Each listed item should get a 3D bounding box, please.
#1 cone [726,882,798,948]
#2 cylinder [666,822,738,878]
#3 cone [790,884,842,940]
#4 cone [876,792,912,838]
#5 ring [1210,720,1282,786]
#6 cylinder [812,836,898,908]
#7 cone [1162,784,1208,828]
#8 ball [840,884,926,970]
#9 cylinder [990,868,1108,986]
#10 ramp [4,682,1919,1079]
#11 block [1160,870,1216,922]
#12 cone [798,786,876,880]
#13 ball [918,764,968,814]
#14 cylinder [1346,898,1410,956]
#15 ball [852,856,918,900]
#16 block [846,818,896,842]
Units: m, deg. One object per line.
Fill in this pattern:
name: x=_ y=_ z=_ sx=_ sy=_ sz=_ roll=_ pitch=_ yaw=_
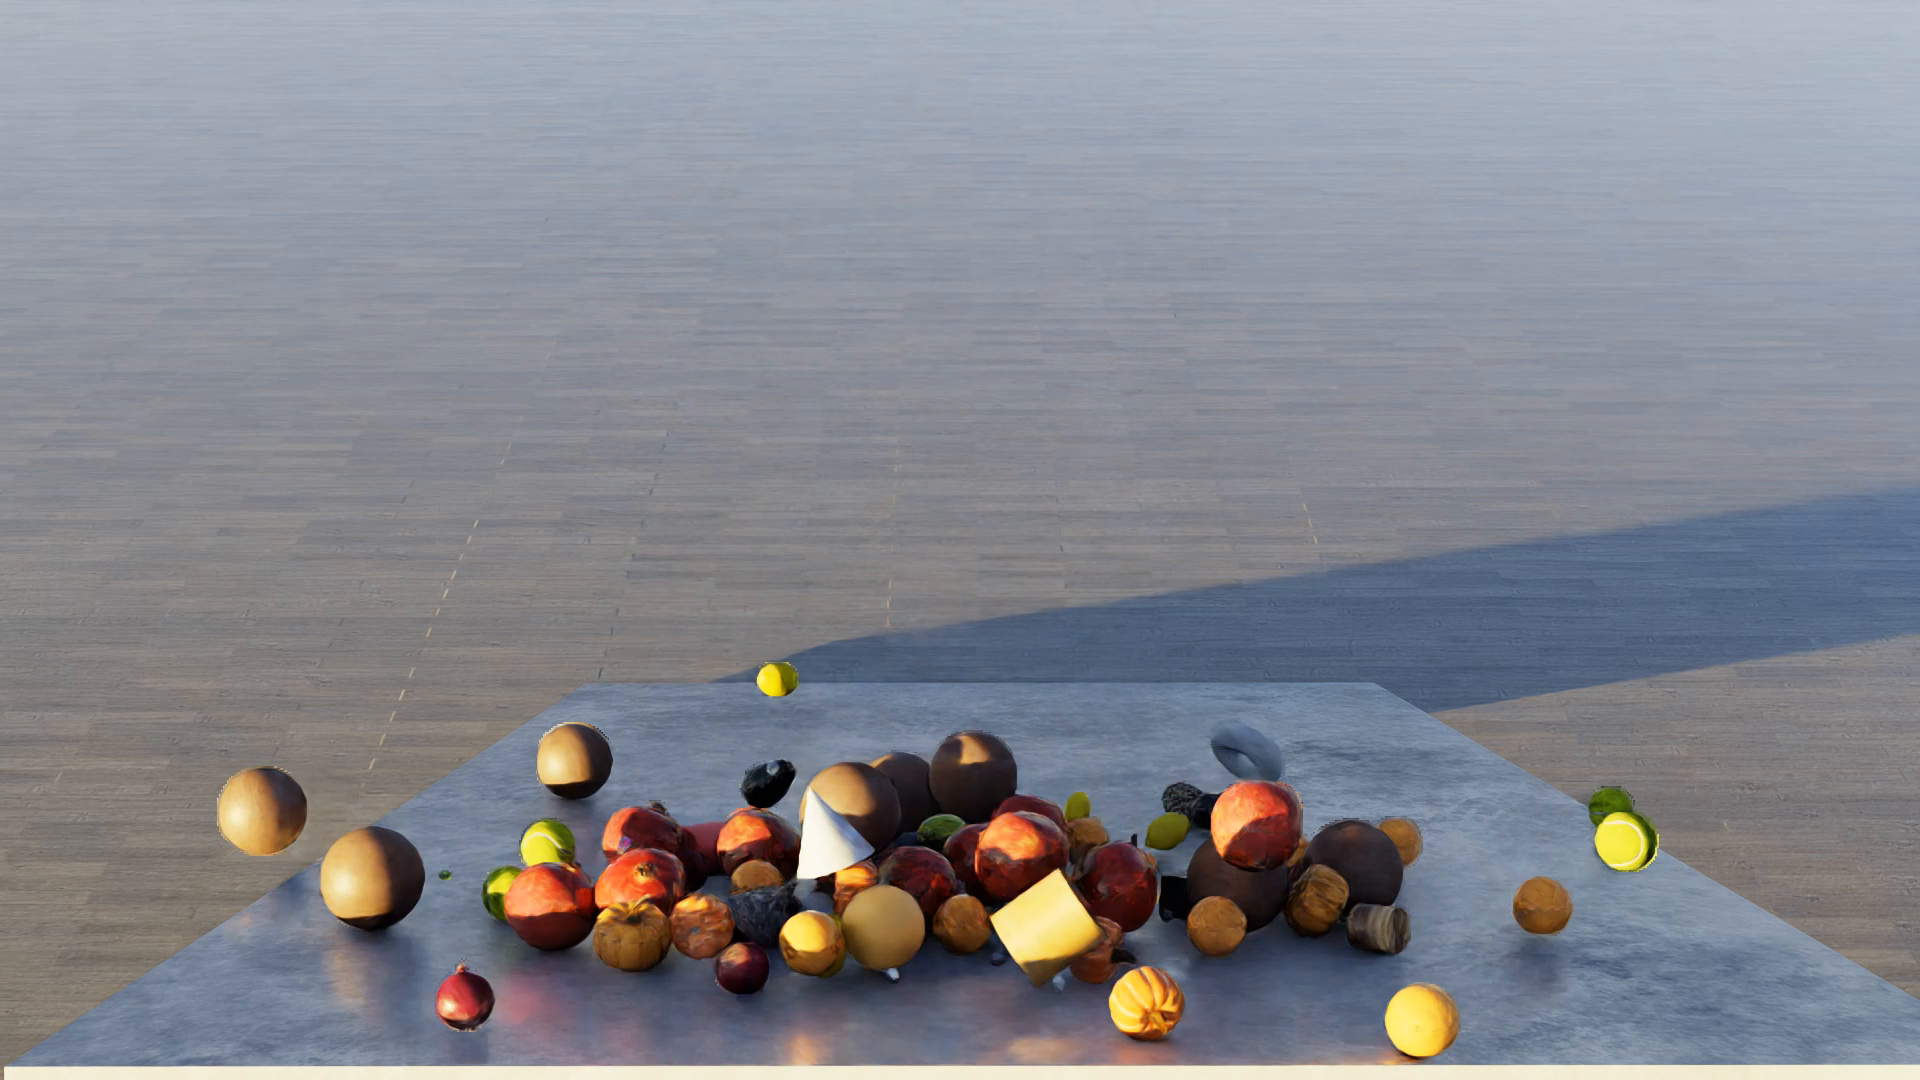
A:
cone: x=-0.223 y=0.432 z=3.075 sx=0.079 sy=0.079 sz=0.079 roll=-40 pitch=20 yaw=13
cylinder: x=-0.367 y=0.440 z=3.656 sx=0.072 sy=0.072 sz=0.072 roll=22 pitch=16 yaw=40
cone: x=-0.157 y=0.477 z=3.178 sx=0.078 sy=0.078 sz=0.078 roll=28 pitch=31 yaw=12
cone: x=-0.109 y=0.425 z=4.021 sx=0.072 sy=0.072 sz=0.072 roll=0 pitch=2 yaw=0
ring: x=0.499 y=0.372 z=4.487 sx=0.144 sy=0.144 sz=0.048 roll=21 pitch=59 yaw=39
cylinder: x=-0.136 y=0.442 z=3.403 sx=0.087 sy=0.087 sz=0.087 roll=-16 pitch=16 yaw=25
cone: x=0.350 y=0.439 z=4.110 sx=0.074 sy=0.074 sz=0.074 roll=7 pitch=30 yaw=16
ball: x=-0.089 y=0.449 z=2.985 sx=0.098 sy=0.098 sz=0.098 roll=0 pitch=24 yaw=0
cylinder: x=0.100 y=0.431 z=2.870 sx=0.095 sy=0.095 sz=0.095 roll=-36 pitch=27 yaw=2
ramp: x=0.054 y=0.491 z=4.542 sx=2.000 sy=0.100 sz=4.000 roll=0 pitch=2 yaw=0
block: x=0.296 y=0.461 z=3.341 sx=0.054 sy=0.054 sz=0.054 roll=1 pitch=3 yaw=33
cone: x=-0.164 y=0.340 z=3.080 sx=0.100 sy=0.100 sz=0.100 roll=-19 pitch=5 yaw=2
ball: x=-0.028 y=0.411 z=4.258 sx=0.082 sy=0.082 sz=0.082 roll=0 pitch=24 yaw=0
cylinder: x=0.505 y=0.469 z=3.110 sx=0.055 sy=0.055 sz=0.055 roll=21 pitch=31 yaw=34
ball: x=-0.096 y=0.447 z=3.299 sx=0.085 sy=0.085 sz=0.085 roll=0 pitch=24 yaw=0
block: x=-0.138 y=0.434 z=3.568 sx=0.086 sy=0.086 sz=0.086 roll=0 pitch=0 yaw=-9
